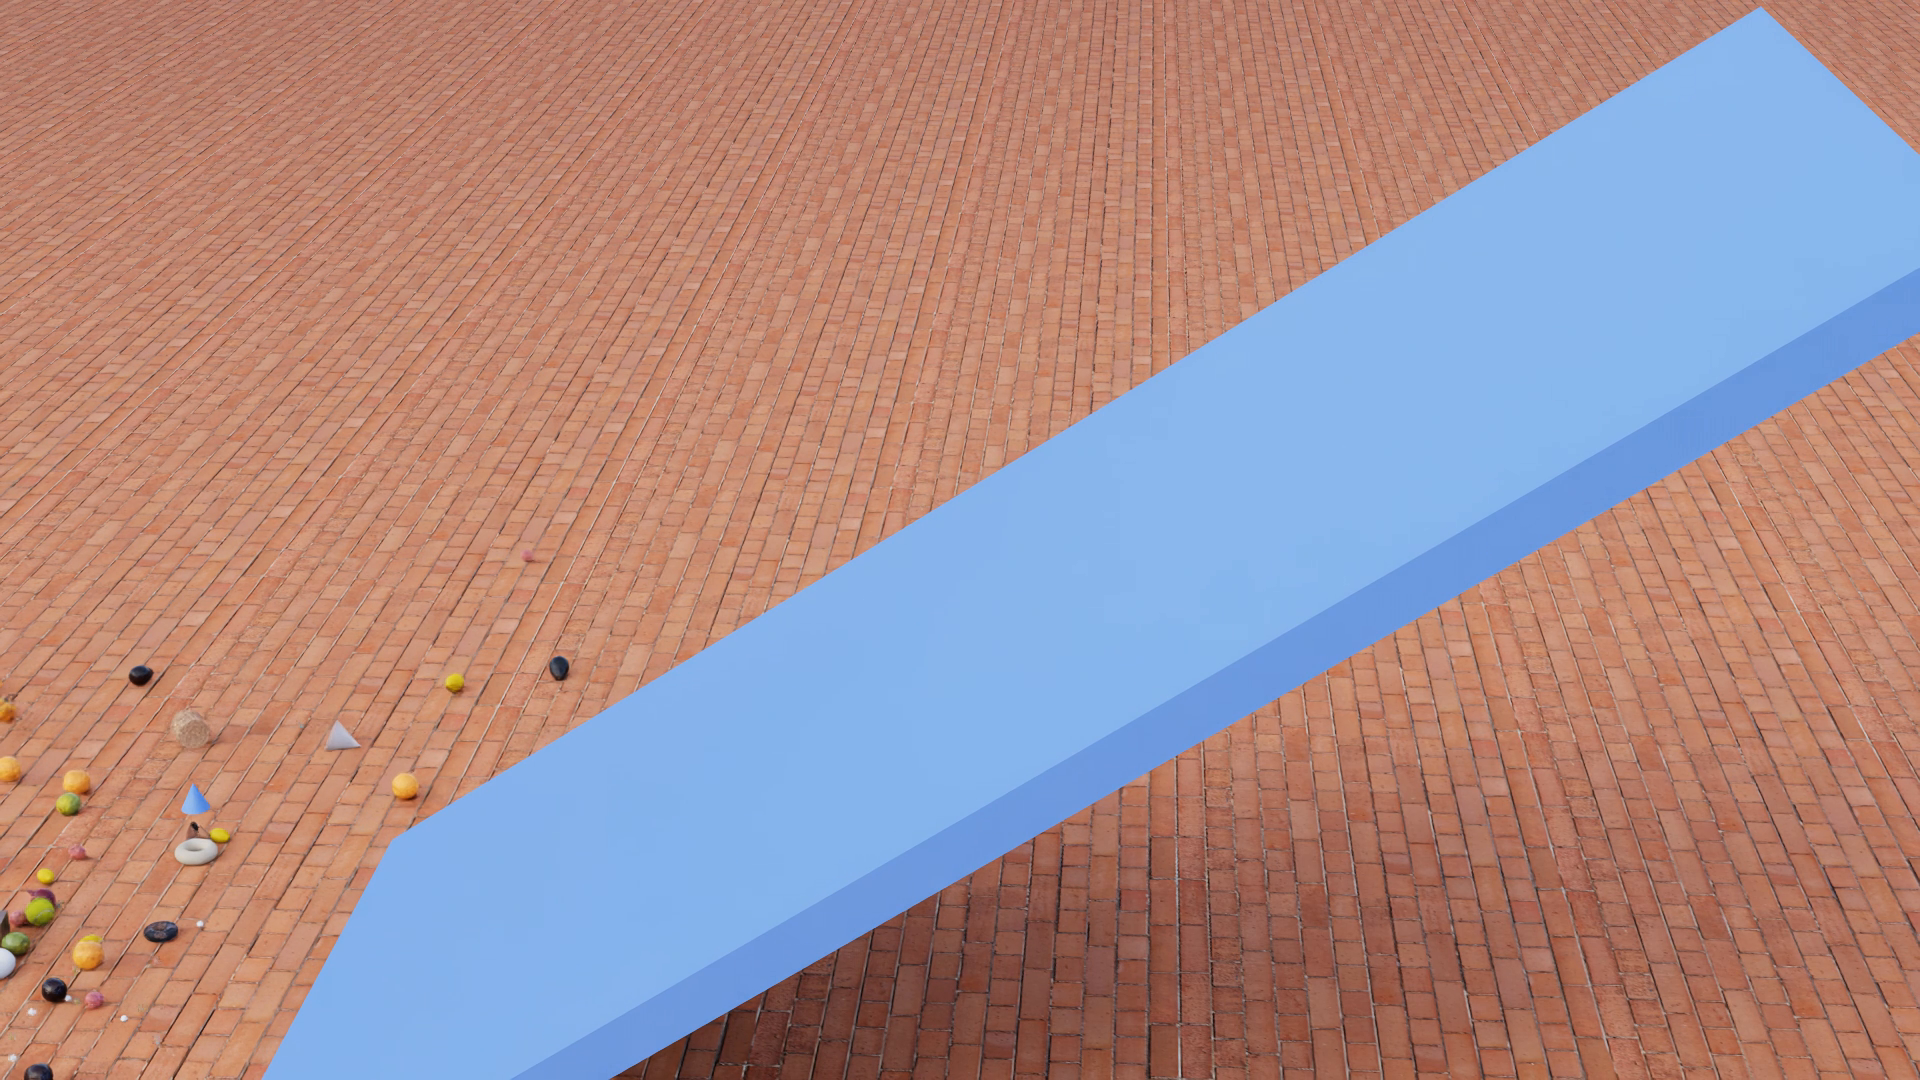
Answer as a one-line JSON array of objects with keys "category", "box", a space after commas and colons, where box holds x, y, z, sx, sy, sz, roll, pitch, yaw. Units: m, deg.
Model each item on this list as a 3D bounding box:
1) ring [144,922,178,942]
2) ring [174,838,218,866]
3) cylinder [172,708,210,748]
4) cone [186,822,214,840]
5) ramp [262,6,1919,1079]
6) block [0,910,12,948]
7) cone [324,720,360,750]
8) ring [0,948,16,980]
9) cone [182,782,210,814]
[{"category": "ring", "box": [-2.004, 0.982, 7.376, 0.086, 0.029, 0.086, 0, 19, 0]}, {"category": "ring", "box": [-2.020, 0.826, 7.782, 0.112, 0.037, 0.112, 1, 21, 0]}, {"category": "cylinder", "box": [-2.213, 0.543, 8.461, 0.089, 0.089, 0.089, -11, 23, -26]}, {"category": "cone", "box": [-2.026, 0.794, 7.876, 0.068, 0.068, 0.068, 18, 7, -36]}, {"category": "ramp", "box": [0.139, 0.171, 6.298, 4.000, 0.100, 2.000, -31, 16, 14]}, {"category": "block", "box": [-2.415, 0.975, 7.325, 0.076, 0.076, 0.076, -1, 21, -3]}, {"category": "cone", "box": [-1.760, 0.577, 8.440, 0.093, 0.093, 0.093, 23, 16, -15]}, {"category": "ring", "box": [-2.381, 1.040, 7.198, 0.134, 0.045, 0.134, 1, 22, 0]}, {"category": "cone", "box": [-2.098, 0.700, 8.059, 0.078, 0.078, 0.078, 0, 21, 0]}]
